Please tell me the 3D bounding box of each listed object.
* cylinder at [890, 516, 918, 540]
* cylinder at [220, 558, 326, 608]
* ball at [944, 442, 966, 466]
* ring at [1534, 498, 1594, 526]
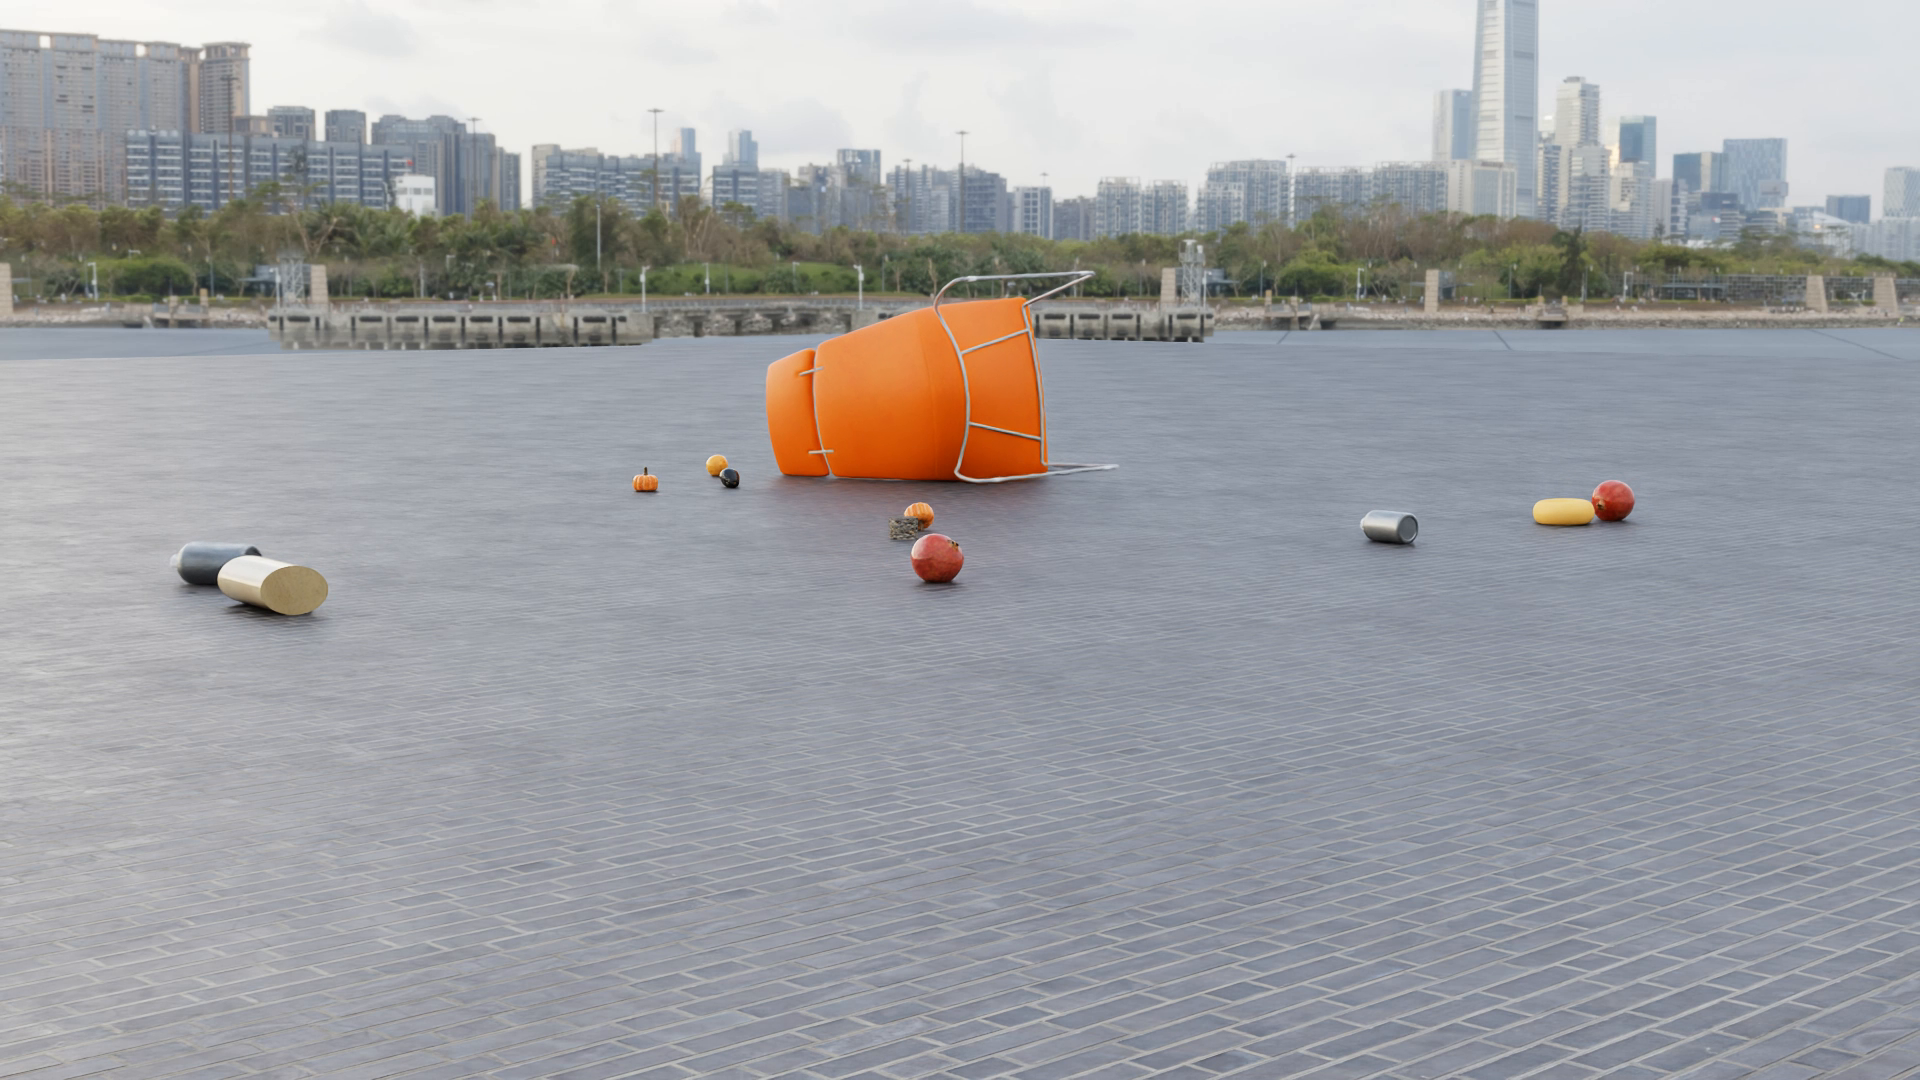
[{"bbox_3d":[-0.142,-0.031,6.454,0.075,0.052,0.064,2,6,18],"label":"cylinder"},{"bbox_3d":[-1.363,0.088,5.086,0.139,0.096,0.230,8,-7,-33],"label":"cylinder"},{"bbox_3d":[-0.017,-0.301,8.928,0.083,0.083,0.083,0,6,0],"label":"ball"},{"bbox_3d":[1.609,-0.075,6.838,0.162,0.063,0.160,-6,8,-39],"label":"ring"}]
